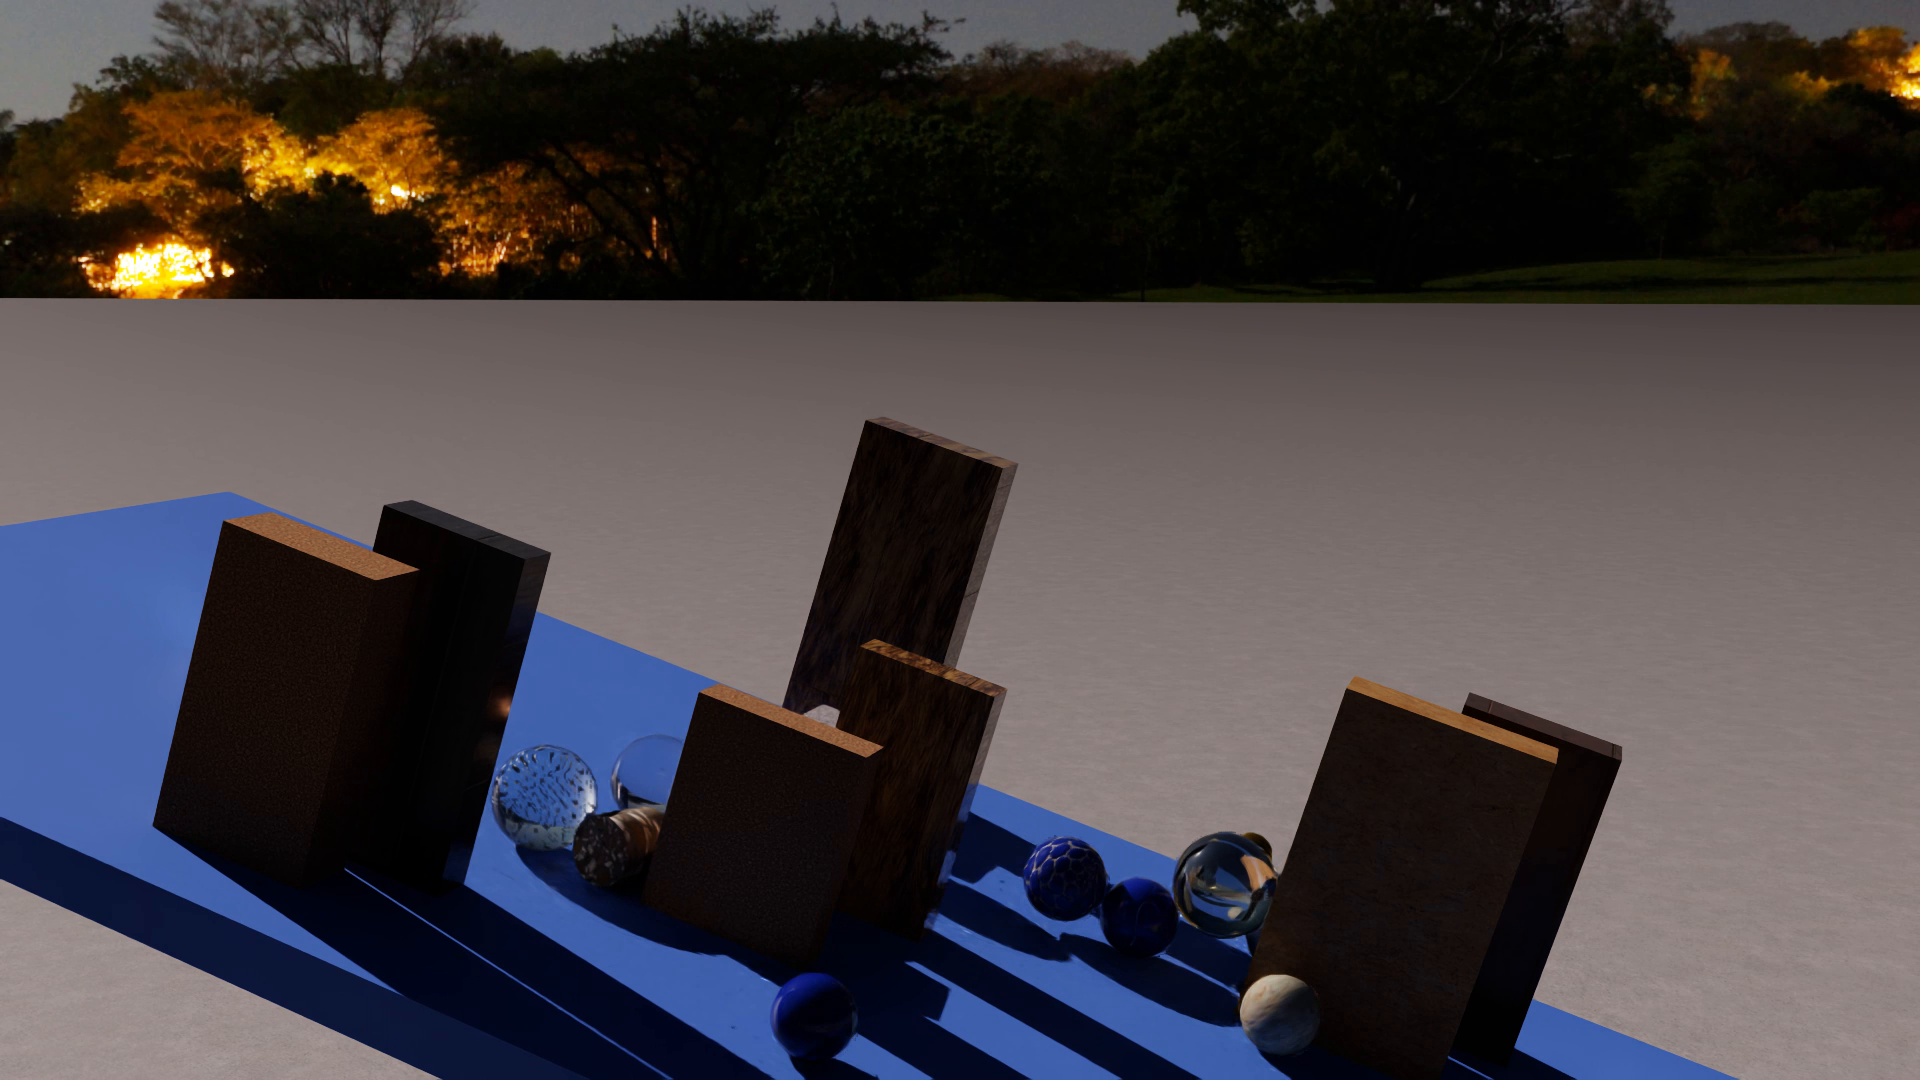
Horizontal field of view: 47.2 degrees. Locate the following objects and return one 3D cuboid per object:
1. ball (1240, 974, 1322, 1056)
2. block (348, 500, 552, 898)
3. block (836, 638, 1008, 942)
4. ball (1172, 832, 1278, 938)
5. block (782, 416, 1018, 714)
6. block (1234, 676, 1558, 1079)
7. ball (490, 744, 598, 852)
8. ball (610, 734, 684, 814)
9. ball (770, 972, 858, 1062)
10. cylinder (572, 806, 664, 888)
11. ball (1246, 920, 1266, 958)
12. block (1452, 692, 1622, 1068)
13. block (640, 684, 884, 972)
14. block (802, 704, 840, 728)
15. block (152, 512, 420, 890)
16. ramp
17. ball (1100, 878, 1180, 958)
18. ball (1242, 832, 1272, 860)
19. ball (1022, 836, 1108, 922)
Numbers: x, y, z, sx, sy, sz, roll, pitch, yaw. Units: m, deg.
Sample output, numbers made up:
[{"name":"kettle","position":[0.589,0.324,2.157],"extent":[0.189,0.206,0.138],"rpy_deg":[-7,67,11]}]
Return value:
[{"name":"ball","position":[0.596,0.883,4.089],"extent":[0.149,0.149,0.149],"rpy_deg":[0,7,0]},{"name":"block","position":[-0.901,0.266,3.701],"extent":[0.271,0.607,0.090],"rpy_deg":[20,12,14]},{"name":"block","position":[-0.119,0.470,4.133],"extent":[0.274,0.498,0.087],"rpy_deg":[20,12,14]},{"name":"ball","position":[0.519,0.677,4.308],"extent":[0.206,0.206,0.206],"rpy_deg":[0,7,0]},{"name":"block","position":[-0.149,0.148,4.902],"extent":[0.327,0.775,0.124],"rpy_deg":[20,12,14]},{"name":"block","position":[0.825,0.651,4.178],"extent":[0.400,0.678,0.134],"rpy_deg":[20,12,14]},{"name":"ball","position":[-0.754,0.469,3.995],"extent":[0.193,0.193,0.193],"rpy_deg":[0,7,0]},{"name":"ball","position":[-0.588,0.468,4.267],"extent":[0.181,0.181,0.181],"rpy_deg":[0,7,0]},{"name":"ball","position":[-0.232,0.761,3.505],"extent":[0.140,0.140,0.140],"rpy_deg":[0,7,0]},{"name":"cylinder","position":[-0.606,0.553,3.972],"extent":[0.130,0.130,0.130],"rpy_deg":[4,3,32]},{"name":"ball","position":[0.663,0.814,4.497],"extent":[0.153,0.153,0.153],"rpy_deg":[0,7,0]},{"name":"block","position":[1.058,0.679,4.407],"extent":[0.313,0.666,0.136],"rpy_deg":[20,12,14]},{"name":"block","position":[-0.352,0.503,3.874],"extent":[0.324,0.407,0.089],"rpy_deg":[20,12,14]},{"name":"block","position":[-0.274,0.471,4.745],"extent":[0.162,0.162,0.162],"rpy_deg":[20,12,15]},{"name":"block","position":[-1.107,0.261,3.608],"extent":[0.289,0.538,0.132],"rpy_deg":[20,12,14]},{"name":"ramp","position":[-0.363,0.694,4.230],"extent":[4.000,0.100,2.000],"rpy_deg":[20,12,14]},{"name":"ball","position":[0.355,0.748,4.357],"extent":[0.157,0.157,0.157],"rpy_deg":[0,7,0]},{"name":"ball","position":[0.899,0.970,6.785],"extent":[0.131,0.131,0.131],"rpy_deg":[0,7,0]},{"name":"ball","position":[0.209,0.673,4.361],"extent":[0.167,0.167,0.167],"rpy_deg":[0,7,0]}]
